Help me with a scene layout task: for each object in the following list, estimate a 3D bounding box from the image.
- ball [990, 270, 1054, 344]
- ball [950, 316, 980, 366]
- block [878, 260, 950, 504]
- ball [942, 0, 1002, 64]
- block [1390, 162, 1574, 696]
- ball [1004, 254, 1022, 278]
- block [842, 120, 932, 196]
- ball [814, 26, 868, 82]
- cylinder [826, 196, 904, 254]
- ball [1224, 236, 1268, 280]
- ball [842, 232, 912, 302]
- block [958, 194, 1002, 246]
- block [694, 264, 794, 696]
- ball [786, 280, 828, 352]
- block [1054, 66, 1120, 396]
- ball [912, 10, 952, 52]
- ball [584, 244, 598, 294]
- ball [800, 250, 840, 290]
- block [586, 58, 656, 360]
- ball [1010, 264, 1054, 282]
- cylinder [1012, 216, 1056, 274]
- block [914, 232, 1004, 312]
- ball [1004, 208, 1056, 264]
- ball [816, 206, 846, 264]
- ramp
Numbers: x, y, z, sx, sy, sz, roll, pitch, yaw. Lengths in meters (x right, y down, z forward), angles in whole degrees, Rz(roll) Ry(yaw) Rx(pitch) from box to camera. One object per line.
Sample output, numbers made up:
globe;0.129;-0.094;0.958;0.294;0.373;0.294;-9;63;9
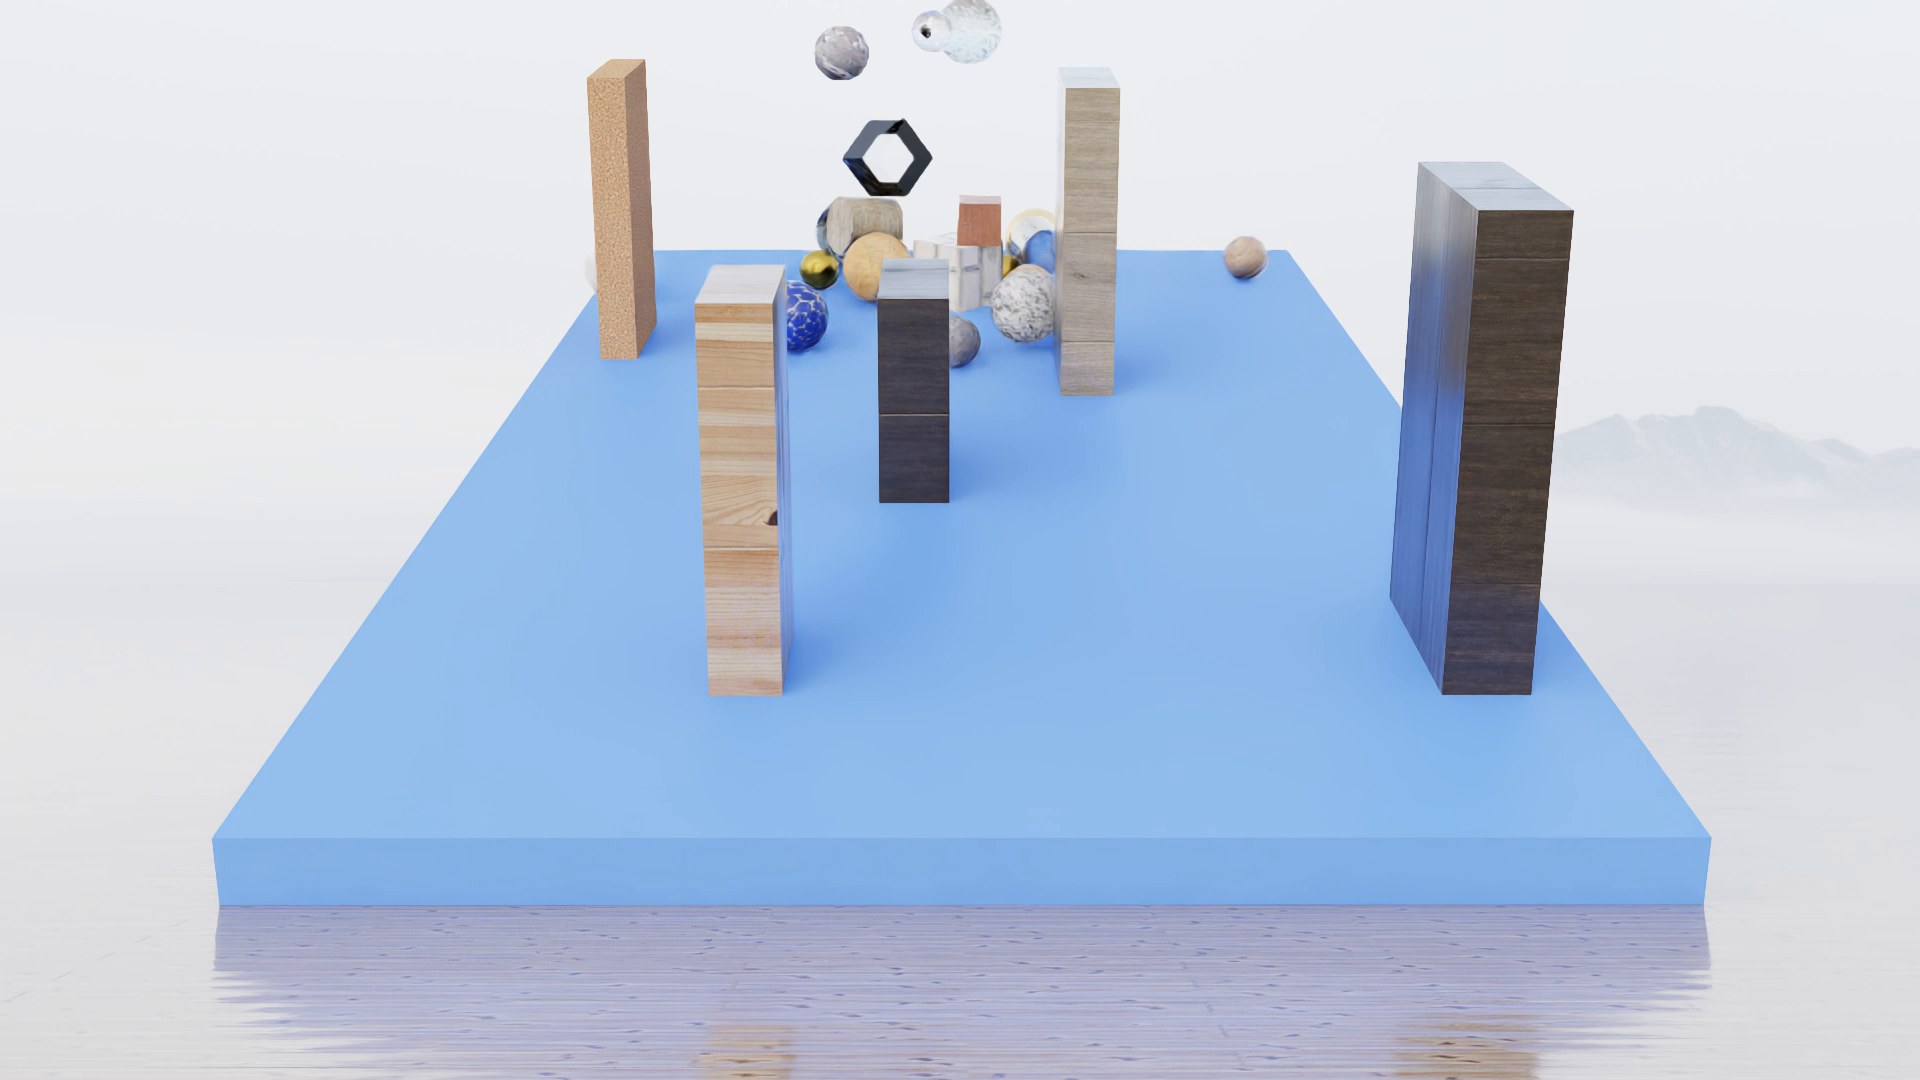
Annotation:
ball;0.164;-0.576;5.544;0.180;0.180;0.180;0;-1;0
ball;-0.011;-0.478;5.405;0.122;0.122;0.122;0;-1;0
block;-0.089;-0.325;4.501;0.137;0.407;0.375;0;19;0
ball;0.027;-1.482;6.531;0.193;0.193;0.193;0;-1;0
block;0.813;-0.187;3.554;0.138;0.753;0.439;0;19;0
ball;0.119;-0.724;6.147;0.116;0.116;0.116;0;-1;0
block;-0.204;-1.073;6.313;0.151;0.151;0.151;9;-32;45
ball;-0.332;-1.364;6.291;0.154;0.154;0.154;0;-1;0
cylinder;-0.269;-0.890;6.363;0.162;0.162;0.162;-2;0;-30
ball;0.809;-0.802;6.368;0.123;0.123;0.123;0;-1;0
ball;-0.222;-0.735;6.064;0.189;0.189;0.189;0;-1;0
block;0.052;-0.852;5.986;0.113;0.113;0.113;2;20;0
block;-0.330;-0.096;3.493;0.113;0.616;0.278;0;19;0
ball;-0.411;-0.551;5.537;0.175;0.175;0.175;0;-1;0
block;0.291;-0.723;5.227;0.121;0.700;0.381;0;19;0
ball;-0.076;-1.378;6.085;0.113;0.113;0.113;0;-1;0
ball;-0.933;-0.738;6.092;0.174;0.174;0.174;0;-1;0
ball;-0.389;-0.750;6.228;0.111;0.111;0.111;0;-1;0
block;-0.833;-0.824;5.558;0.089;0.678;0.385;0;19;0
ball;0.183;-0.658;5.914;0.138;0.138;0.138;0;-1;0
cylinder;0.216;-0.798;6.076;0.127;0.127;0.127;0;24;-15
block;-0.004;-0.724;6.058;0.172;0.172;0.172;16;24;39
ball;0.218;-0.859;6.443;0.184;0.184;0.184;0;-1;0
ball;-0.329;-0.899;6.558;0.185;0.185;0.185;0;-1;0
ramp;-0.004;-0.193;4.905;2.000;0.100;4.000;0;19;0
